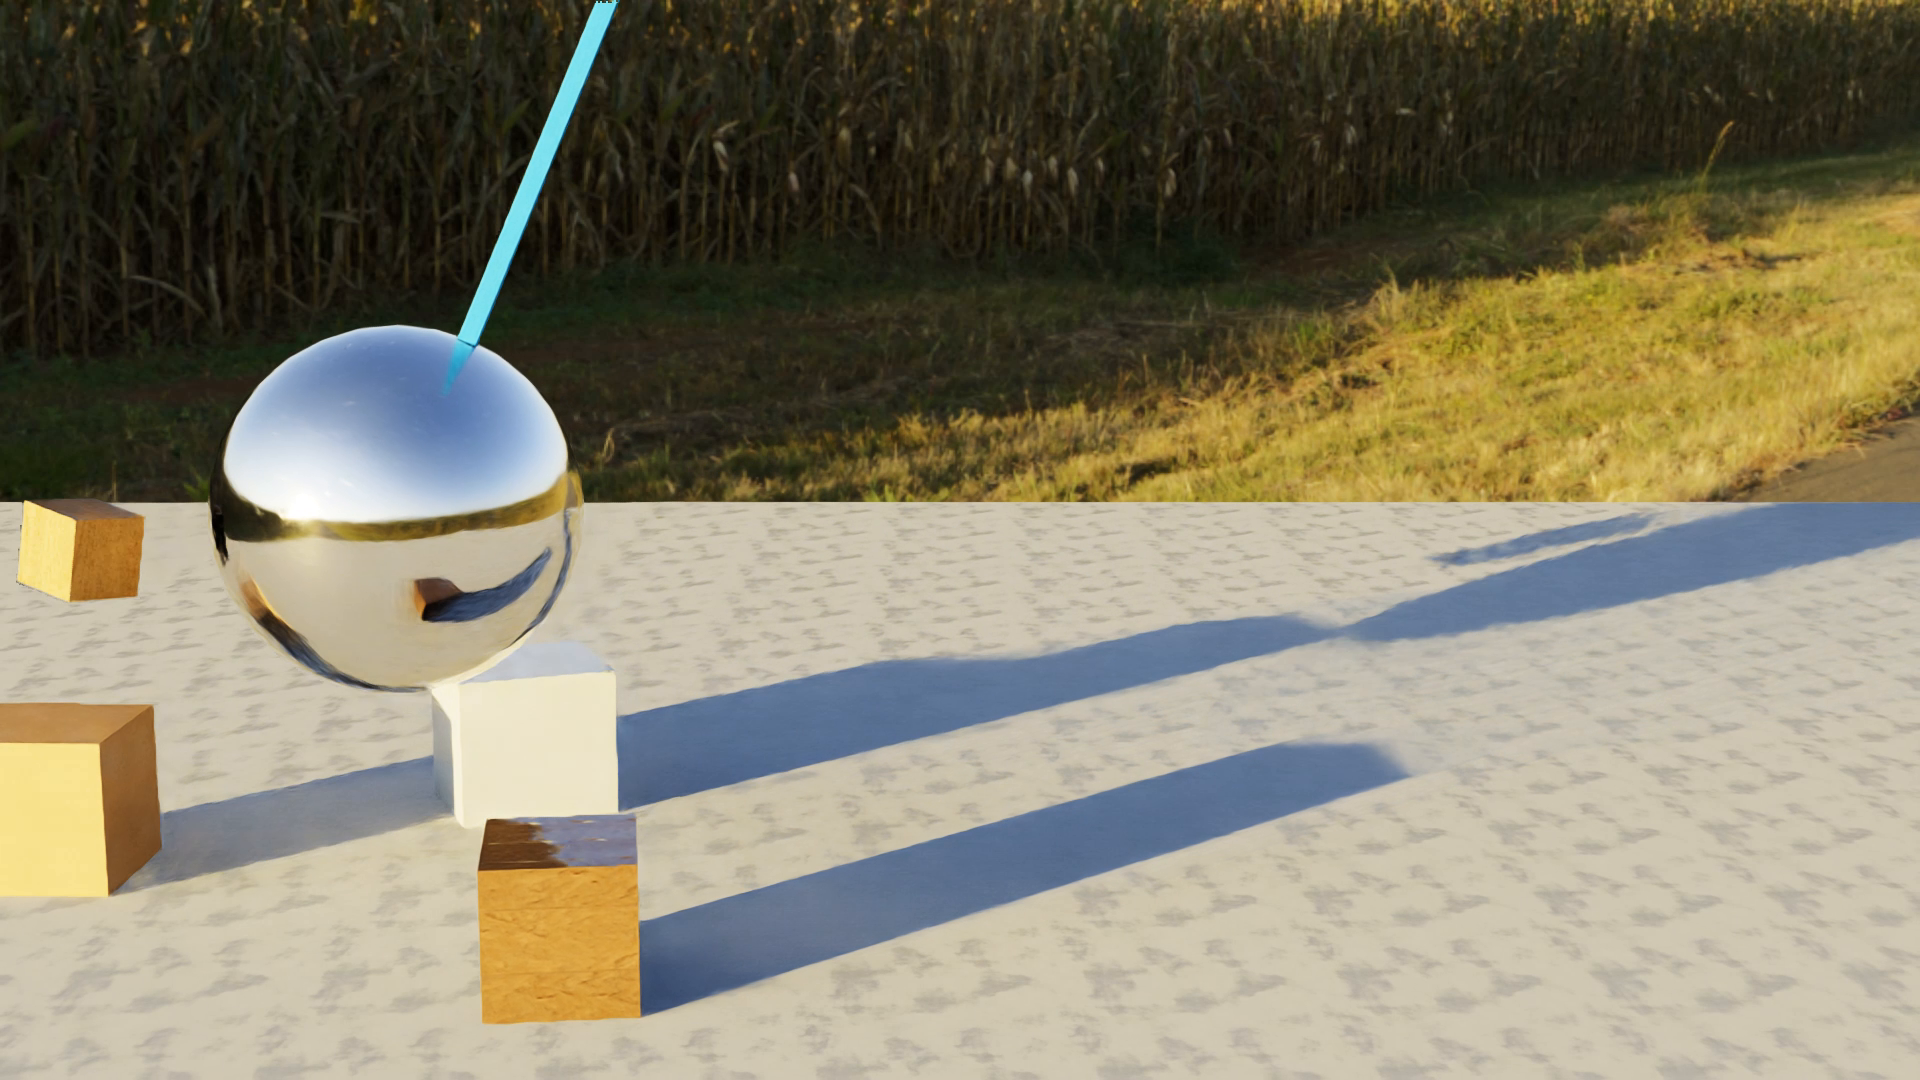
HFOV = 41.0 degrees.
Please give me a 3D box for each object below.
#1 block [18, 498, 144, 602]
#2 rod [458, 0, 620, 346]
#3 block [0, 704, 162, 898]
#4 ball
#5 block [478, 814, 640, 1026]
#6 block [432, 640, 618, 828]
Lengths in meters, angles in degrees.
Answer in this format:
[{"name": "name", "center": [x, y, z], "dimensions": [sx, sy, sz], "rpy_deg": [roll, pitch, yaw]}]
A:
[{"name": "block", "center": [-3.889, 0.040, 11.357], "dimensions": [0.390, 0.364, 0.345], "rpy_deg": [16, 13, 36]}, {"name": "rod", "center": [-1.058, -3.190, 10.600], "dimensions": [0.080, 5.200, 0.080], "rpy_deg": [24, 9, -4]}, {"name": "block", "center": [-4.057, 1.143, 11.369], "dimensions": [0.774, 0.684, 0.707], "rpy_deg": [0, 10, 1]}, {"name": "ball", "center": [-2.441, -0.134, 11.156], "dimensions": [1.600, 1.600, 1.600], "rpy_deg": [0, 10, 0]}, {"name": "block", "center": [-1.538, 1.451, 9.907], "dimensions": [0.587, 0.600, 0.682], "rpy_deg": [-1, 10, -7]}, {"name": "block", "center": [-2.126, 0.932, 12.489], "dimensions": [0.745, 0.698, 0.718], "rpy_deg": [-4, 11, -22]}]
